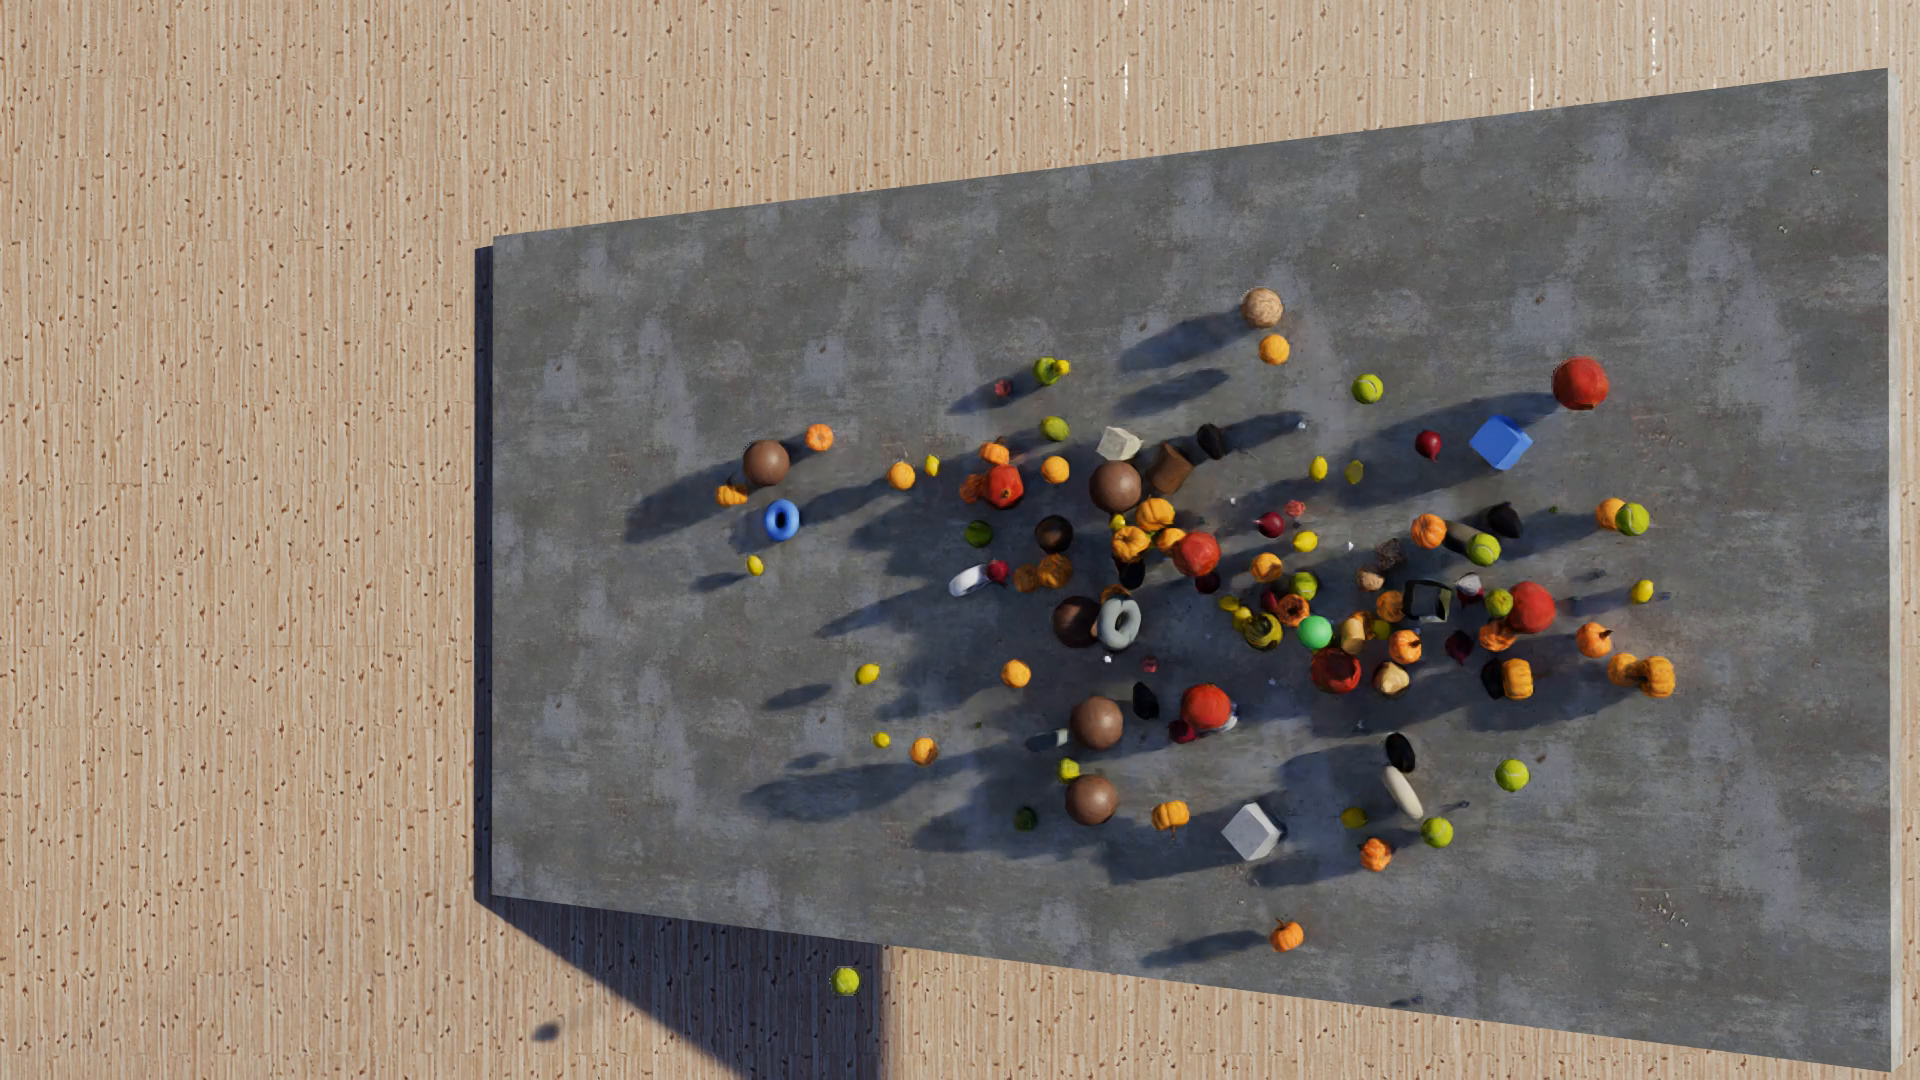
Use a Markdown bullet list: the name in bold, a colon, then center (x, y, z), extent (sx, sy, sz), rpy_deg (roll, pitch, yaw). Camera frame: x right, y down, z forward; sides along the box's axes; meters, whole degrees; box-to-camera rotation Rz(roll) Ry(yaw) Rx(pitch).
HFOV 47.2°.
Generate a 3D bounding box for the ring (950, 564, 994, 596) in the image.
- **ring**: center (0.030, 0.102, 5.580), extent (0.126, 0.126, 0.042), rpy_deg (-26, 78, 0)

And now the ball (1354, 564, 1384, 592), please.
- **ball**: center (0.929, 0.087, 4.983), extent (0.067, 0.067, 0.067), rpy_deg (0, 90, 0)

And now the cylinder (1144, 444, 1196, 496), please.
- **cylinder**: center (0.503, -0.169, 5.273), extent (0.088, 0.088, 0.088), rpy_deg (41, 117, 0)

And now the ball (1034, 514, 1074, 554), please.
- **ball**: center (0.234, -0.015, 5.456), extent (0.096, 0.096, 0.096), rpy_deg (0, 90, 0)

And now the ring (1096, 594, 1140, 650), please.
- **ring**: center (0.382, 0.198, 5.303), extent (0.046, 0.139, 0.139), rpy_deg (13, 89, 44)

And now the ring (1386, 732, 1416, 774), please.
- **ring**: center (0.988, 0.478, 4.932), extent (0.033, 0.098, 0.098), rpy_deg (-21, 90, -13)

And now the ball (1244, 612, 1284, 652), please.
- **ball**: center (0.707, 0.215, 5.124), extent (0.091, 0.091, 0.091), rpy_deg (0, 90, 0)

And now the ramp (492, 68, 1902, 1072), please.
- **ramp**: center (0.244, 0.067, 5.568), extent (4.000, 0.100, 2.000), rpy_deg (0, 89, 35)

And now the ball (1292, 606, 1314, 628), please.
- **ball**: center (0.793, 0.180, 5.086), extent (0.053, 0.053, 0.053), rpy_deg (0, 90, 0)

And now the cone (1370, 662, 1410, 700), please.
- **cone**: center (0.955, 0.326, 4.935), extent (0.090, 0.090, 0.090), rpy_deg (5, 102, 23)

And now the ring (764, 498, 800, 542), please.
- **ring**: center (-0.486, -0.054, 5.999), extent (0.116, 0.039, 0.116), rpy_deg (-2, 86, 35)

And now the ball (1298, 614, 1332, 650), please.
- **ball**: center (0.790, 0.206, 4.898), extent (0.077, 0.077, 0.077), rpy_deg (0, 90, 0)

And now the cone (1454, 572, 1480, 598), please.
- **cone**: center (1.093, 0.095, 4.782), extent (0.055, 0.055, 0.055), rpy_deg (7, 89, -35)

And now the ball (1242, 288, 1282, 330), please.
- **ball**: center (0.704, -0.539, 5.129), extent (0.094, 0.094, 0.094), rpy_deg (0, 90, 0)

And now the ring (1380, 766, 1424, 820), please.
- **ring**: center (0.986, 0.564, 4.905), extent (0.045, 0.136, 0.136), rpy_deg (-34, 90, 5)

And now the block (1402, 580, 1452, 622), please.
- **block**: center (1.038, 0.136, 4.890), extent (0.077, 0.077, 0.077), rpy_deg (3, 78, 35)

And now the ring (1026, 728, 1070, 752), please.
- **ring**: center (0.218, 0.493, 5.428), extent (0.115, 0.115, 0.038), rpy_deg (-15, 89, 0)

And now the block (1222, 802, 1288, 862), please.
- **block**: center (0.688, 0.680, 5.133), extent (0.092, 0.092, 0.092), rpy_deg (48, 115, 25)

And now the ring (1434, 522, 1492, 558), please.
- **ring**: center (1.103, -0.001, 4.821), extent (0.135, 0.135, 0.045), rpy_deg (23, 84, 0)

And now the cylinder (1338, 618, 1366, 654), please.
- **cylinder**: center (0.879, 0.216, 4.926), extent (0.055, 0.055, 0.055), rpy_deg (-2, 47, 0)

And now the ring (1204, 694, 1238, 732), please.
- **ring**: center (0.620, 0.410, 5.221), extent (0.091, 0.030, 0.091), rpy_deg (1, 91, 36)

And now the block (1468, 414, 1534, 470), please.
- **block**: center (1.180, -0.214, 4.798), extent (0.084, 0.084, 0.084), rpy_deg (-51, 63, 24)

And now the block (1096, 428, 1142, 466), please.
- **block**: center (0.389, -0.228, 5.365), extent (0.068, 0.068, 0.068), rpy_deg (34, 109, 30)
